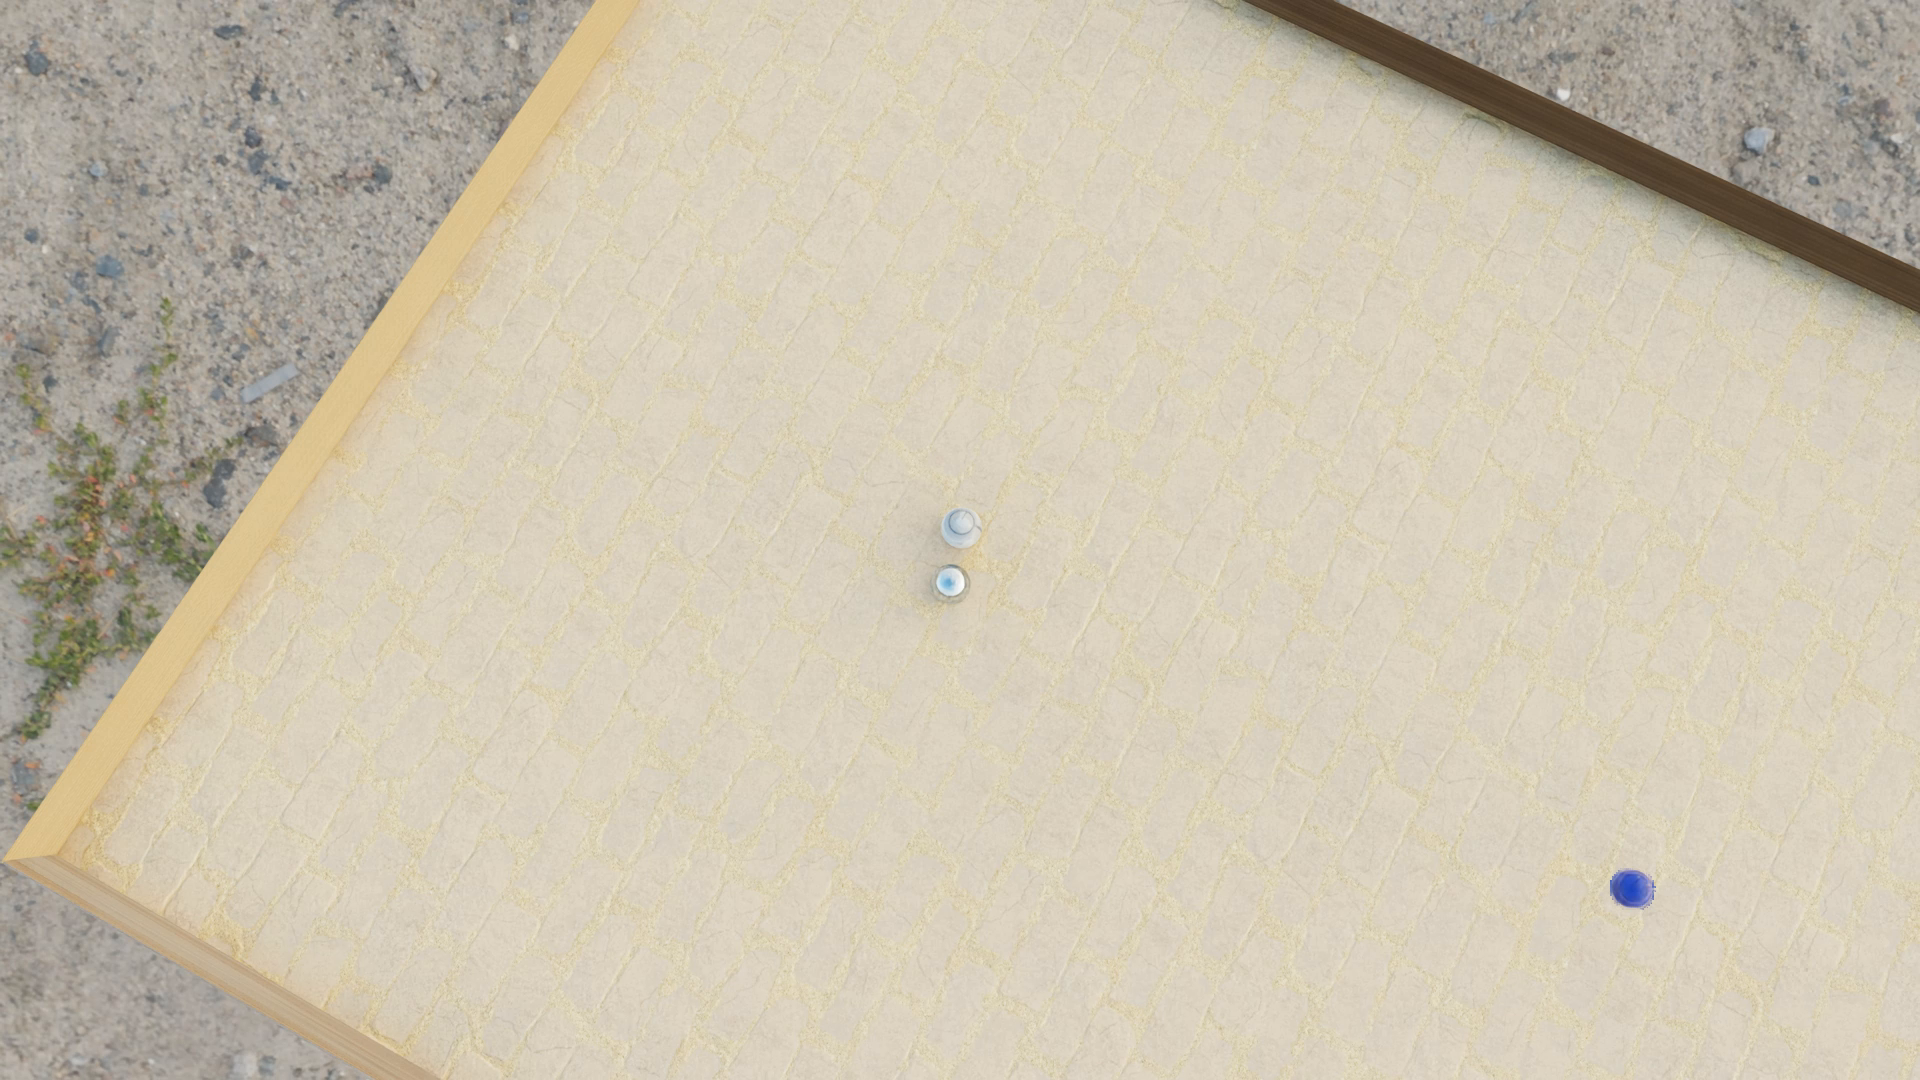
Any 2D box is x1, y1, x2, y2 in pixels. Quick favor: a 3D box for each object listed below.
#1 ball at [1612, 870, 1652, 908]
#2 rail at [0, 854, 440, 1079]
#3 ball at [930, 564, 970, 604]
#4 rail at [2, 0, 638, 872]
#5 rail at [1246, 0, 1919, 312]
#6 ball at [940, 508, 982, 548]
[{"bbox_3d":[0.993,0.515,3.247,0.058,0.058,0.058,0,71,0],"label":"ball"},{"bbox_3d":[0.338,1.353,2.947,3.931,0.084,0.045,27,73,9],"label":"rail"},{"bbox_3d":[-0.014,0.068,3.398,0.063,0.063,0.063,0,71,0],"label":"ball"},{"bbox_3d":[-0.842,-0.438,3.559,0.045,0.084,2.241,27,73,9],"label":"rail"},{"bbox_3d":[1.388,-0.470,3.569,3.931,0.084,0.045,27,73,9],"label":"rail"},{"bbox_3d":[0.002,-0.019,3.426,0.064,0.064,0.064,0,71,0],"label":"ball"}]
